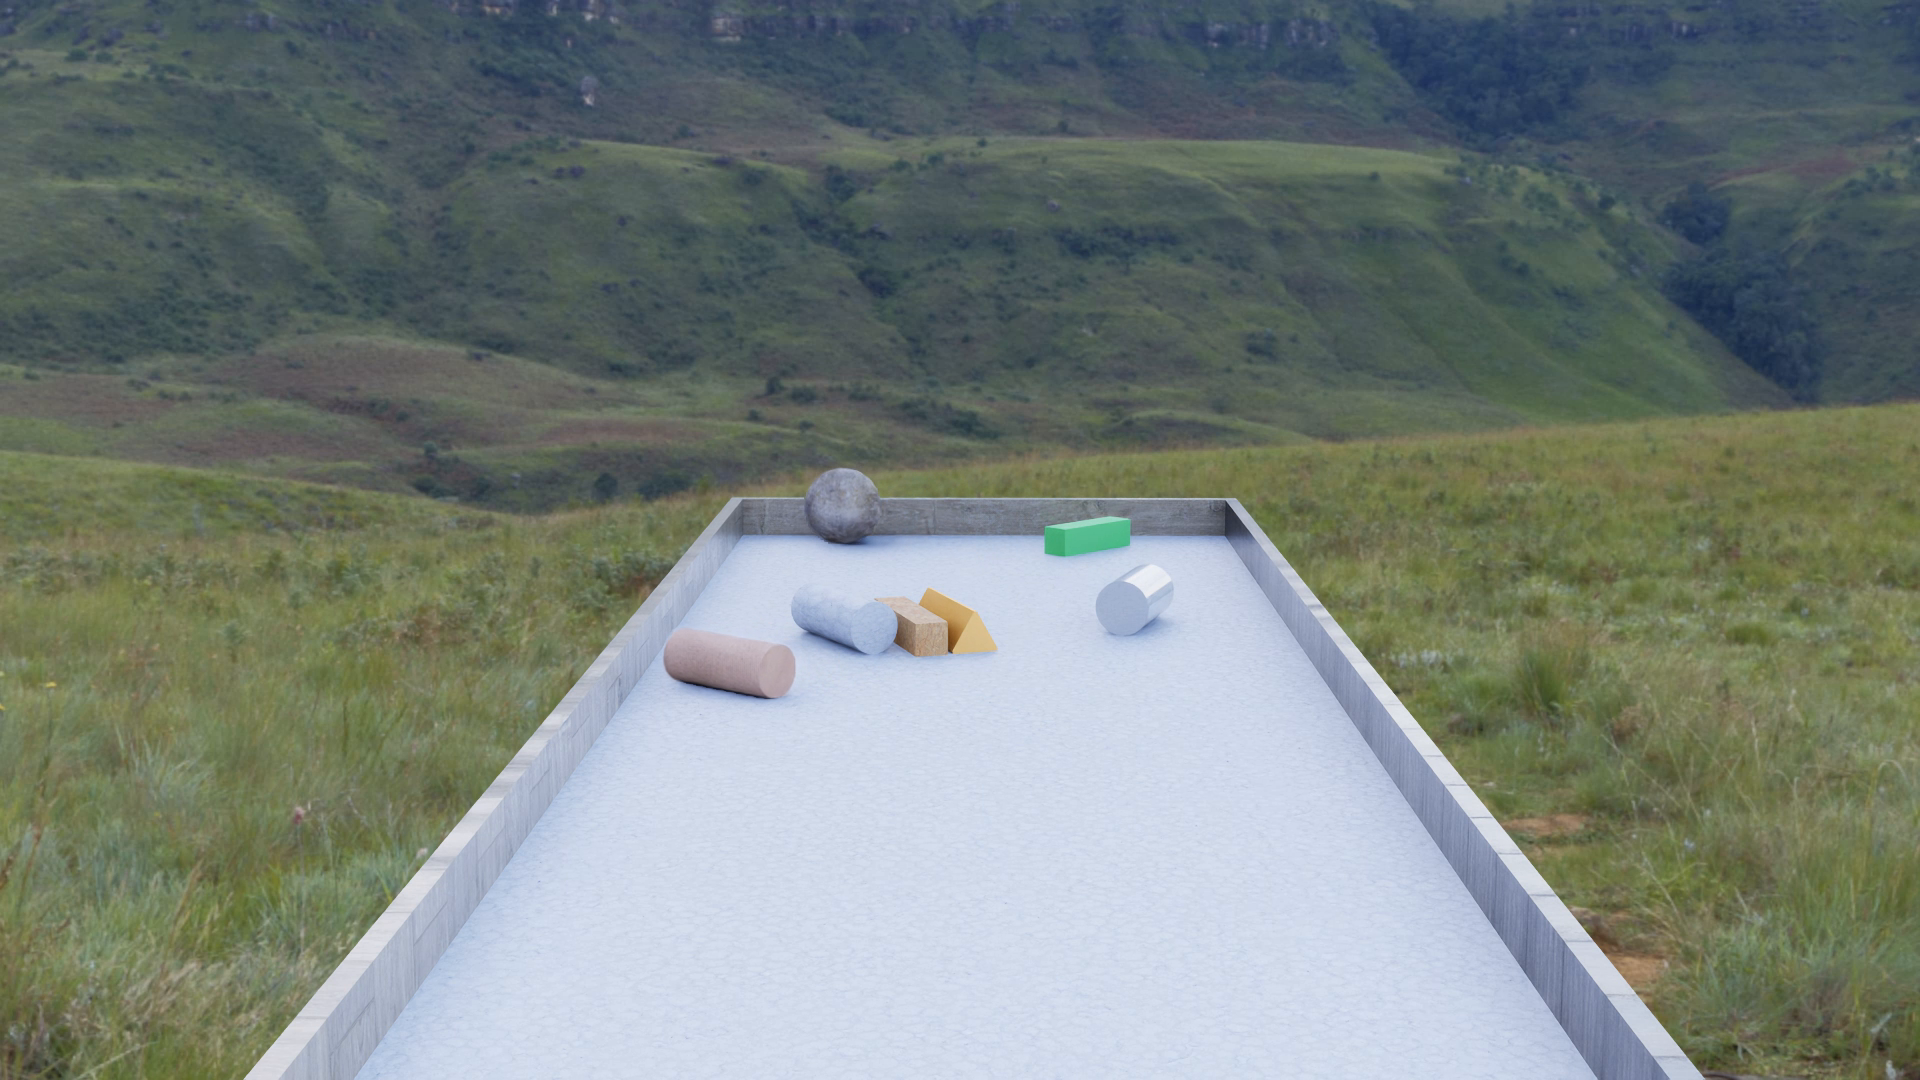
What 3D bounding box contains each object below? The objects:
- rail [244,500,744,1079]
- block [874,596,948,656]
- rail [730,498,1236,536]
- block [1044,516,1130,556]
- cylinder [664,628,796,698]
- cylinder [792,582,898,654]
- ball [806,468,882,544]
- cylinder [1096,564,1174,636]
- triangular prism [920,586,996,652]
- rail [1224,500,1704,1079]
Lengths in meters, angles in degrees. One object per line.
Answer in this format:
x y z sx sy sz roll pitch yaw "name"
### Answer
-1.004 0.839 3.234 0.050 0.150 12.000 0 9 1 "rail"
-0.158 0.271 6.967 0.103 0.103 0.457 -3 9 -18 "block"
0.099 -0.098 9.147 2.100 0.150 0.050 0 9 1 "rail"
0.510 -0.015 8.760 0.391 0.108 0.108 -9 13 -44 "block"
-0.662 0.351 6.304 0.382 0.154 0.154 7 12 38 "cylinder"
-0.369 0.243 6.953 0.164 0.164 0.417 -5 10 -30 "cylinder"
-0.473 -0.139 8.905 0.306 0.306 0.306 0 9 0 "ball"
0.576 0.194 7.221 0.177 0.177 0.344 3 10 19 "cylinder"
-0.027 0.249 7.008 0.147 0.127 0.446 -3 9 -19 "triangular prism"
1.046 0.843 3.208 0.050 0.150 12.000 0 9 1 "rail"
